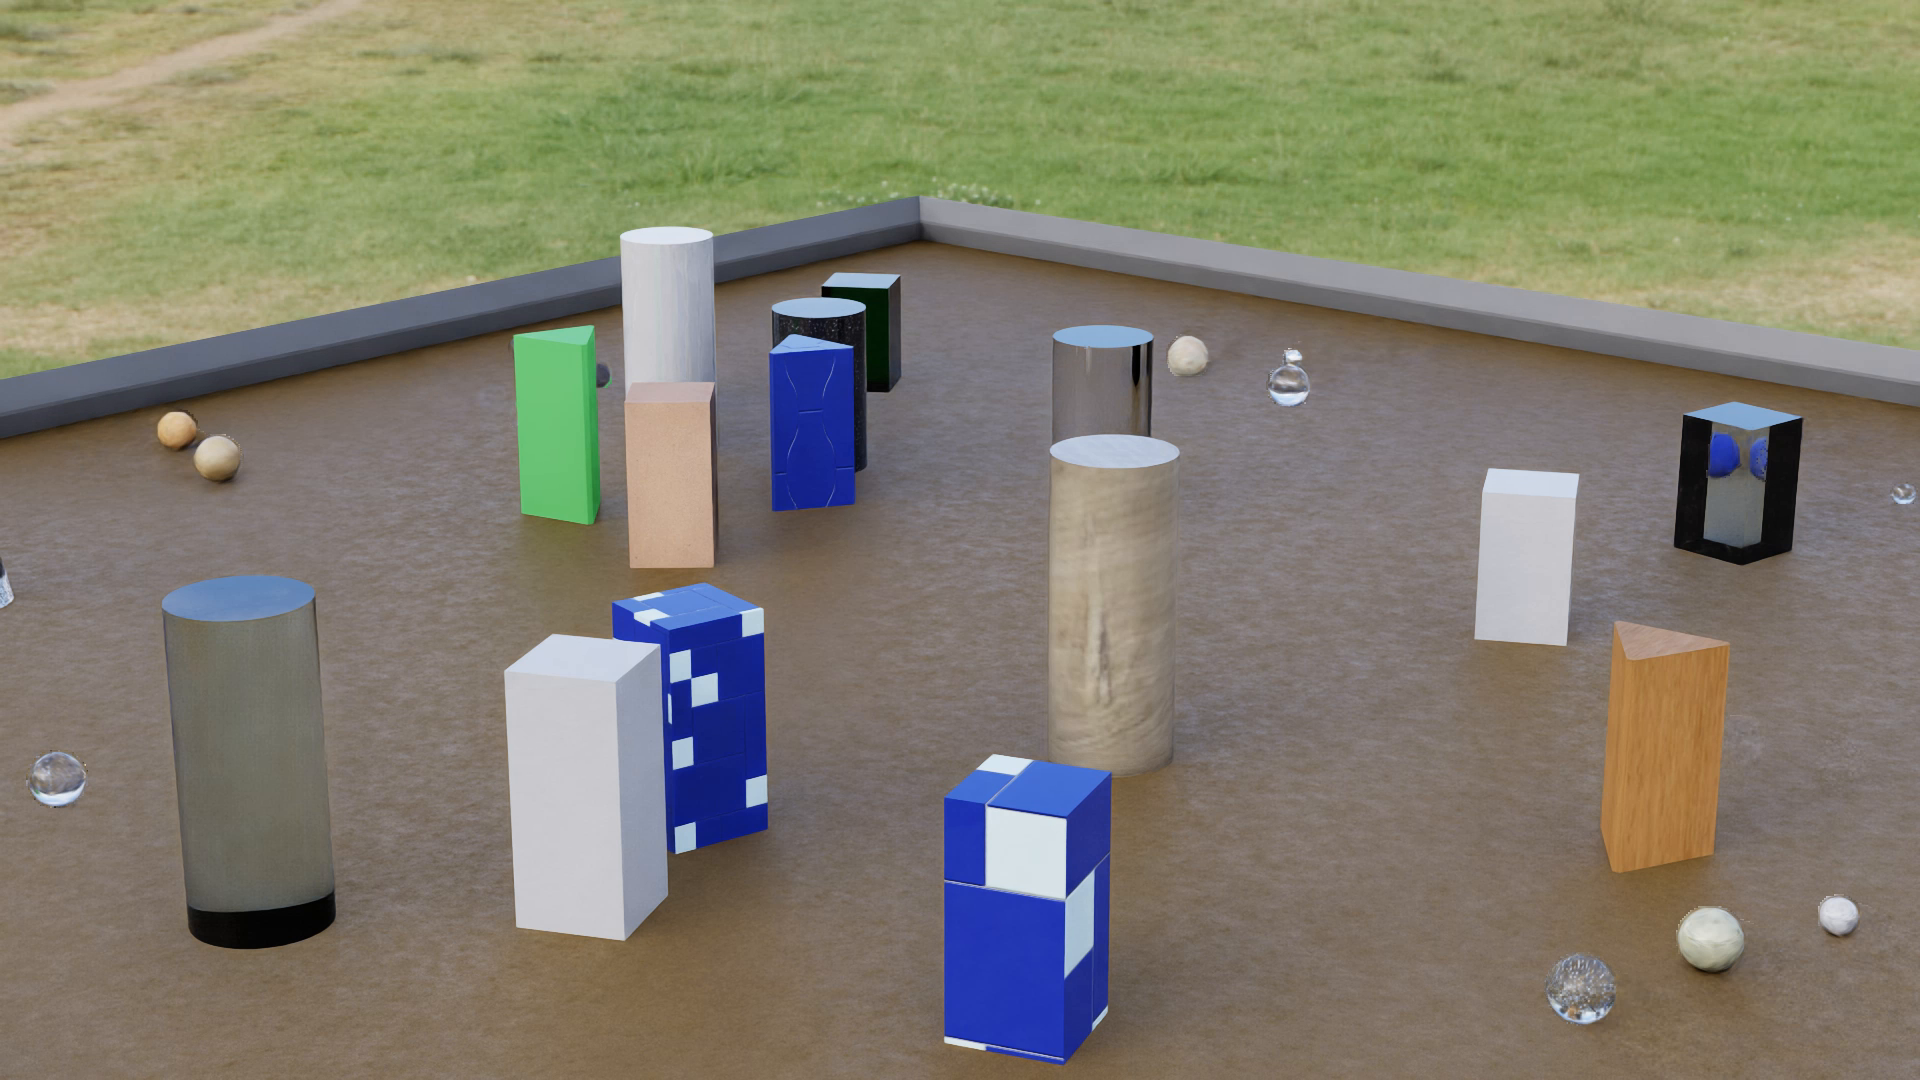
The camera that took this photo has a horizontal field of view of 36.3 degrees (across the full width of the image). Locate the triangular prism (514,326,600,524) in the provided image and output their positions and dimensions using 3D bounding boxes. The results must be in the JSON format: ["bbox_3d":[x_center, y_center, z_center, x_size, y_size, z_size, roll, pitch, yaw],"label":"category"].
[{"bbox_3d":[-0.734,-0.225,5.581,0.163,0.347,0.141,9,19,27],"label":"triangular prism"}]

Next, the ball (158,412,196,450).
[{"bbox_3d":[-1.615,-0.226,6.047,0.079,0.079,0.079,0,17,0],"label":"ball"}]

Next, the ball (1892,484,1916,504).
[{"bbox_3d":[1.822,-0.089,5.658,0.042,0.042,0.042,0,17,0],"label":"ball"}]

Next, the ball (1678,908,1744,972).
[{"bbox_3d":[0.936,0.498,3.652,0.080,0.080,0.080,0,17,0],"label":"ball"}]

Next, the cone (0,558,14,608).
[{"bbox_3d":[-1.738,-0.116,5.015,0.188,0.466,0.188,0,17,0],"label":"cone"}]

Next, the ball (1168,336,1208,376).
[{"bbox_3d":[0.518,-0.417,6.658,0.091,0.091,0.091,0,17,0],"label":"ball"}]

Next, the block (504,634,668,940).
[{"bbox_3d":[-0.479,0.317,3.782,0.150,0.350,0.150,5,17,15],"label":"block"}]

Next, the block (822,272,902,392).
[{"bbox_3d":[-0.220,-0.466,6.569,0.150,0.236,0.150,3,17,9],"label":"block"}]

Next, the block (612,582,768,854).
[{"bbox_3d":[-0.374,0.245,4.067,0.150,0.324,0.150,-12,21,-35],"label":"block"}]

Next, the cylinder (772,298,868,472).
[{"bbox_3d":[-0.282,-0.308,5.895,0.188,0.325,0.188,0,17,0],"label":"cylinder"}]

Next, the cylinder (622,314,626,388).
[{"bbox_3d":[-0.632,-0.434,6.331,0.188,0.312,0.188,0,17,0],"label":"cylinder"}]

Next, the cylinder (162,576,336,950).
[{"bbox_3d":[-0.906,0.282,3.746,0.188,0.438,0.188,0,17,0],"label":"cylinder"}]

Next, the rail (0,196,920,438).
[{"bbox_3d":[-1.648,-0.383,6.490,0.045,0.122,4.732,14,22,39],"label":"rail"}]

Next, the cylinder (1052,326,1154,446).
[{"bbox_3d":[0.267,-0.211,5.521,0.188,0.354,0.188,0,17,0],"label":"cylinder"}]

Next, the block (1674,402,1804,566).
[{"bbox_3d":[1.419,-0.105,5.347,0.150,0.252,0.150,-13,21,-37],"label":"block"}]

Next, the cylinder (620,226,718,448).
[{"bbox_3d":[-0.596,-0.407,6.019,0.188,0.442,0.188,0,17,0],"label":"cylinder"}]

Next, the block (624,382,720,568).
[{"bbox_3d":[-0.519,-0.118,5.299,0.150,0.306,0.150,0,17,-1],"label":"block"}]

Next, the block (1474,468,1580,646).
[{"bbox_3d":[0.949,0.027,4.906,0.150,0.255,0.150,4,17,13],"label":"block"}]

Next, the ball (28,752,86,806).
[{"bbox_3d":[-1.286,0.341,4.176,0.078,0.078,0.078,0,17,0],"label":"ball"}]

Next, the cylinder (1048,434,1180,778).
[{"bbox_3d":[0.224,0.096,4.311,0.188,0.469,0.188,0,17,0],"label":"cylinder"}]

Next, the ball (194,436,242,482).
[{"bbox_3d":[-1.472,-0.161,5.812,0.090,0.090,0.090,0,17,0],"label":"ball"}]

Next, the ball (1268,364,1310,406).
[{"bbox_3d":[0.718,-0.336,6.391,0.091,0.091,0.091,0,17,0],"label":"ball"}]

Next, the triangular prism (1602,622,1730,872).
[{"bbox_3d":[0.930,0.275,4.004,0.163,0.303,0.141,-7,18,-23],"label":"triangular prism"}]

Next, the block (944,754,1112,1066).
[{"bbox_3d":[0.080,0.434,3.462,0.150,0.312,0.150,7,18,22],"label":"block"}]

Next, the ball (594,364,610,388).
[{"bbox_3d":[-0.809,-0.368,6.557,0.055,0.055,0.055,0,17,0],"label":"ball"}]

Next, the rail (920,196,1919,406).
[{"bbox_3d":[1.536,-0.481,6.814,4.411,0.122,0.045,14,22,39],"label":"rail"}]

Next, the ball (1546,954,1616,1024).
[{"bbox_3d":[0.745,0.538,3.514,0.082,0.082,0.082,0,17,0],"label":"ball"}]

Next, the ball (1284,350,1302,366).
[{"bbox_3d":[0.765,-0.415,6.735,0.043,0.043,0.043,0,17,0],"label":"ball"}]

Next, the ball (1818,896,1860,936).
[{"bbox_3d":[1.126,0.482,3.757,0.049,0.049,0.049,0,17,0],"label":"ball"}]

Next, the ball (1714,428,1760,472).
[{"bbox_3d":[1.556,-0.180,5.877,0.090,0.090,0.090,0,17,0],"label":"ball"}]

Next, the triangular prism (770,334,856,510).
[{"bbox_3d":[-0.302,-0.231,5.664,0.163,0.310,0.141,-5,18,-17],"label":"triangular prism"}]
